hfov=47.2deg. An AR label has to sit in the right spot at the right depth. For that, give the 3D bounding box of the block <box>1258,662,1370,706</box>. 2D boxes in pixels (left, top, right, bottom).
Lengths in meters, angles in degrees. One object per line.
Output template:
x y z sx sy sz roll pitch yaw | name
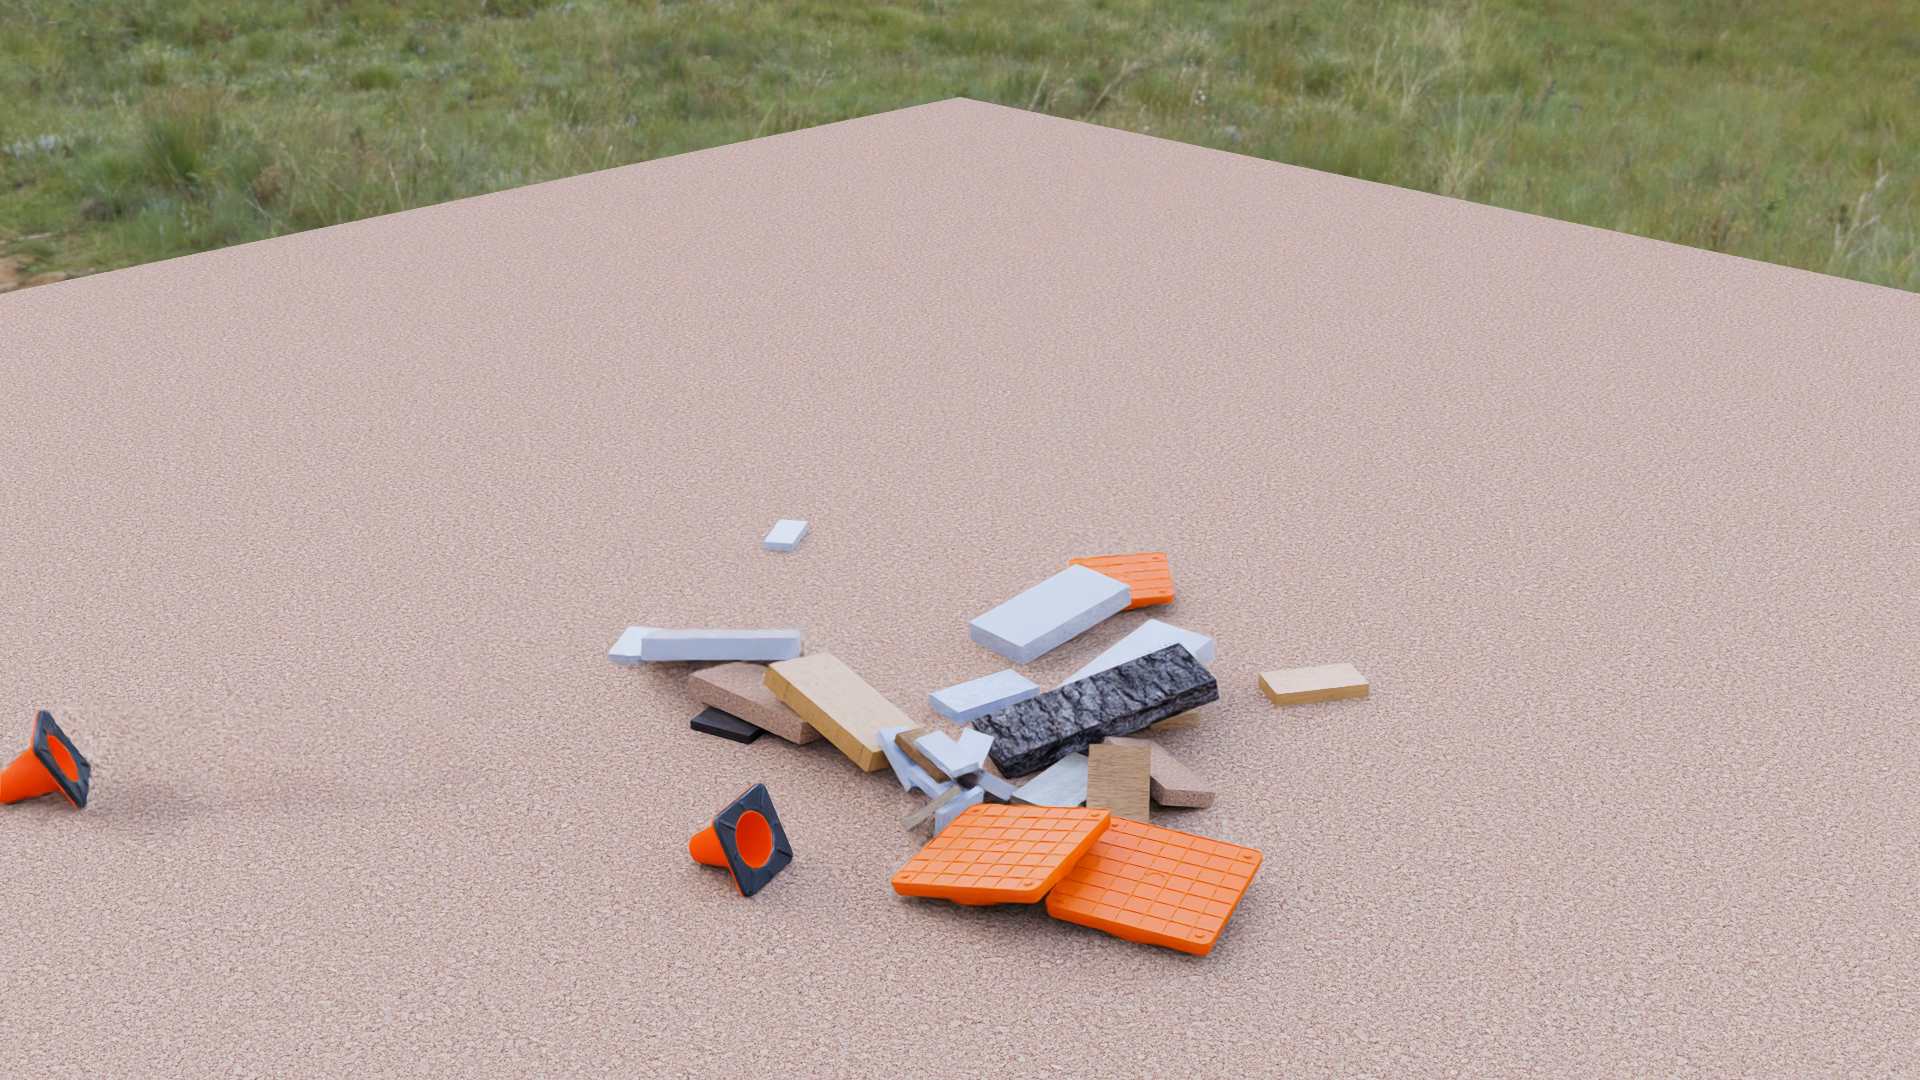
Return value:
0.796 0.325 4.954 0.221 0.031 0.110 -5 24 -13 | block

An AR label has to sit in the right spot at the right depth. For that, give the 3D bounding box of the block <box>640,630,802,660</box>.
-0.547 0.241 5.059 0.352 0.050 0.176 0 4 -1 | block

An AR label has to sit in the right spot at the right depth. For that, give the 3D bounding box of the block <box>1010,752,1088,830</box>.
0.220 0.510 4.485 0.125 0.035 0.249 18 25 28 | block

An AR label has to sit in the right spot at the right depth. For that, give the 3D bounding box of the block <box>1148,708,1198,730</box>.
0.444 0.353 4.890 0.110 0.031 0.220 -5 23 -11 | block

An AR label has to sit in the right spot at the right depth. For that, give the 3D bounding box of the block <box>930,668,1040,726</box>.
0.055 0.348 4.900 0.221 0.031 0.110 -15 27 -32 | block

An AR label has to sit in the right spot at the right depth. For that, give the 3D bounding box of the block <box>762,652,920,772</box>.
-0.241 0.364 4.703 0.176 0.050 0.352 -10 36 -45 | block

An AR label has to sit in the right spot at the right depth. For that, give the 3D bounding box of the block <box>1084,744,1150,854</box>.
0.316 0.515 4.392 0.125 0.035 0.249 2 43 5 | block

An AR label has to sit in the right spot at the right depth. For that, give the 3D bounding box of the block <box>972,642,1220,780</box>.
0.289 0.363 4.700 0.497 0.051 0.180 -20 29 -13 | block

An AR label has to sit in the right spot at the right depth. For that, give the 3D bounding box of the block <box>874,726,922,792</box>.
-0.111 0.453 4.553 0.073 0.021 0.146 -4 53 -42 | block

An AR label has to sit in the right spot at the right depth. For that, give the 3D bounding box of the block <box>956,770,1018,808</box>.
0.062 0.504 4.479 0.129 0.018 0.064 24 26 34 | block

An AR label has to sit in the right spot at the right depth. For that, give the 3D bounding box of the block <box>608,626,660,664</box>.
-0.763 0.247 5.152 0.076 0.022 0.152 5 23 11 | block

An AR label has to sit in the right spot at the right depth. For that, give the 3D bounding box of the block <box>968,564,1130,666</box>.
0.215 0.174 5.227 0.359 0.051 0.180 -27 34 -34 | block

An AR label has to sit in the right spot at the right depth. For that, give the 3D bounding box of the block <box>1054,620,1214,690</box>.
0.382 0.301 4.892 0.180 0.051 0.359 17 39 42 | block

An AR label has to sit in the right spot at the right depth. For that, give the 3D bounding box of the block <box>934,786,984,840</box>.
-0.002 0.545 4.391 0.018 0.064 0.129 25 33 33 | block

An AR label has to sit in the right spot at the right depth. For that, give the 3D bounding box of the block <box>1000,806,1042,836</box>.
0.120 0.552 4.436 0.064 0.018 0.129 -4 23 -8 | block

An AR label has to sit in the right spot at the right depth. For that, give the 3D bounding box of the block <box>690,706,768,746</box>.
-0.502 0.403 4.783 0.152 0.022 0.076 12 26 26 | block

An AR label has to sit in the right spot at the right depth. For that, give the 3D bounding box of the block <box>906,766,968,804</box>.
-0.035 0.506 4.483 0.073 0.021 0.146 -9 36 -45 | block

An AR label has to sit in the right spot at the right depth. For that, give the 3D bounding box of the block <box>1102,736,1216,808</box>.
0.407 0.478 4.543 0.125 0.035 0.249 8 17 -30 | block

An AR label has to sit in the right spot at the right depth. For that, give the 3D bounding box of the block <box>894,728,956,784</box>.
-0.062 0.444 4.534 0.073 0.021 0.146 -8 39 -45 | block

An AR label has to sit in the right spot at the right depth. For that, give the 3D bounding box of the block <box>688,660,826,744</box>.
-0.412 0.353 4.832 0.352 0.050 0.176 19 21 38 | block

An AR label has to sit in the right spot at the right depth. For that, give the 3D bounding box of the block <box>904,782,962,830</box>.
-0.053 0.529 4.373 0.131 0.018 0.065 -35 -3 -1 | block

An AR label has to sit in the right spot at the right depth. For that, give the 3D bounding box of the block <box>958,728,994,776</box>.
0.024 0.438 4.555 0.065 0.018 0.130 19 27 5 | block

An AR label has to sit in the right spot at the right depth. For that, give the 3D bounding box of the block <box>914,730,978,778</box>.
-0.028 0.438 4.491 0.065 0.018 0.131 -17 36 -33 | block

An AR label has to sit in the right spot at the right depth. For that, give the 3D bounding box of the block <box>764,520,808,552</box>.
-0.456 -0.012 5.763 0.076 0.022 0.152 4 23 10 | block
